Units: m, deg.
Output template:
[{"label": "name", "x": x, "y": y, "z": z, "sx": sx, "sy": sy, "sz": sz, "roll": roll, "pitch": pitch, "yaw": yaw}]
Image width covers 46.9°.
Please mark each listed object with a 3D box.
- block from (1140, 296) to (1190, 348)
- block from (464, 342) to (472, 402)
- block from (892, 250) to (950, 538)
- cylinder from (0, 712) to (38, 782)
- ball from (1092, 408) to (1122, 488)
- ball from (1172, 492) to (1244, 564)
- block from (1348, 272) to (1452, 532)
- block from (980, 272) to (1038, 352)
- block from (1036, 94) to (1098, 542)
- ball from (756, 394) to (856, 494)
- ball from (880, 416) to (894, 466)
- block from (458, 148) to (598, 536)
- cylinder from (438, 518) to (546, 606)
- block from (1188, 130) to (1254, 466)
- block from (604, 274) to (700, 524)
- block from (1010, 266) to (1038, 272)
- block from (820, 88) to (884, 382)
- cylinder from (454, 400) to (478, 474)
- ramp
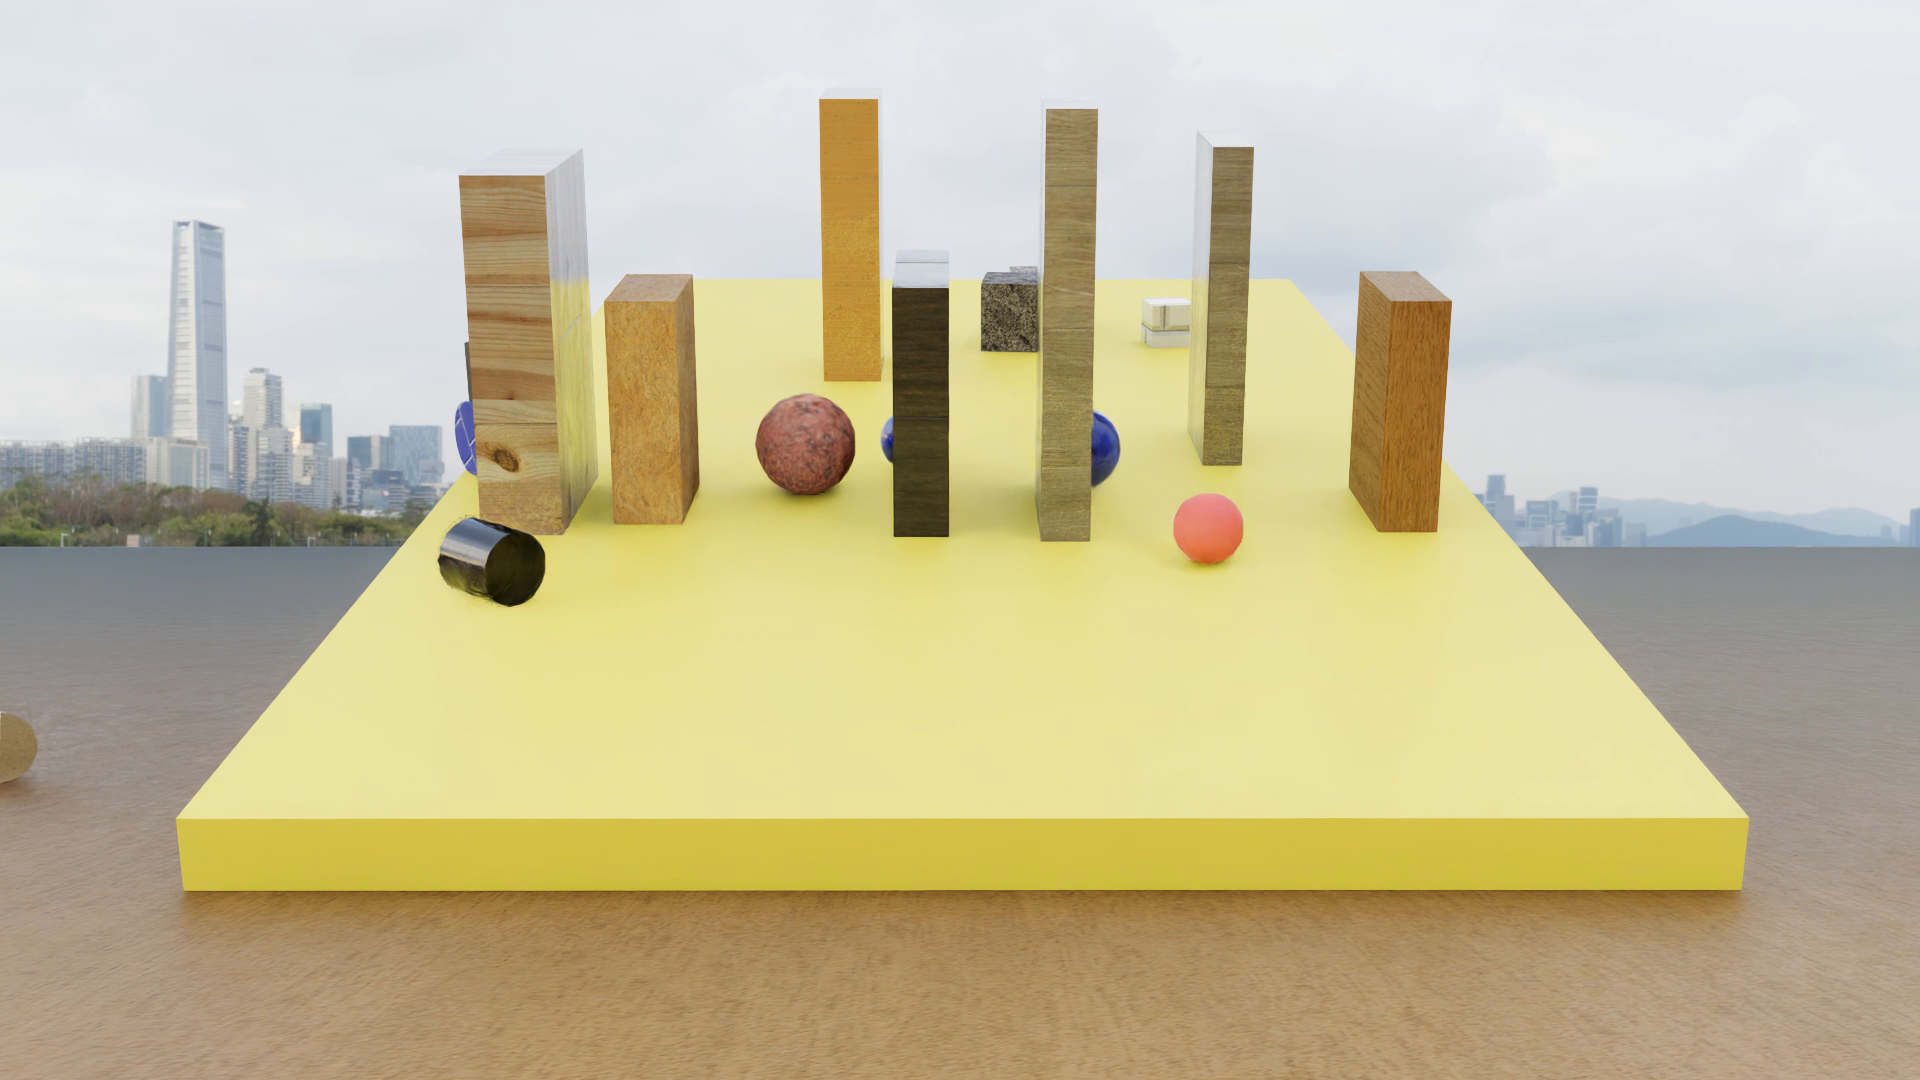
[{"label": "block", "x": 0.535, "y": -0.561, "z": 5.708, "sx": 0.110, "sy": 0.110, "sz": 0.110, "roll": -3, "pitch": 17, "yaw": -10}, {"label": "block", "x": -0.911, "y": -0.347, "z": 4.444, "sx": 0.117, "sy": 0.117, "sz": 0.117, "roll": 1, "pitch": 14, "yaw": 12}, {"label": "block", "x": -0.071, "y": -0.284, "z": 4.162, "sx": 0.101, "sy": 0.457, "sz": 0.421, "roll": 0, "pitch": 17, "yaw": 0}, {"label": "cylinder", "x": -1.816, "y": 0.385, "z": 4.157, "sx": 0.129, "sy": 0.129, "sz": 0.129, "roll": 0, "pitch": 0, "yaw": -36}, {"label": "ball", "x": 0.231, "y": -0.179, "z": 4.320, "sx": 0.166, "sy": 0.166, "sz": 0.166, "roll": 0, "pitch": 0, "yaw": 0}, {"label": "ball", "x": 0.433, "y": -0.021, "z": 3.863, "sx": 0.124, "sy": 0.124, "sz": 0.124, "roll": 0, "pitch": 0, "yaw": 0}, {"label": "block", "x": 0.820, "y": -0.265, "z": 4.150, "sx": 0.108, "sy": 0.428, "sz": 0.318, "roll": 0, "pitch": 17, "yaw": 0}, {"label": "block", "x": 0.148, "y": -0.585, "z": 5.674, "sx": 0.174, "sy": 0.174, "sz": 0.174, "roll": 2, "pitch": 17, "yaw": 5}, {"label": "block", "x": 0.190, "y": -0.406, "z": 4.022, "sx": 0.090, "sy": 0.771, "sz": 0.277, "roll": 0, "pitch": 17, "yaw": 0}, {"label": "ball", "x": -0.298, "y": -0.186, "z": 4.293, "sx": 0.195, "sy": 0.195, "sz": 0.195, "roll": 0, "pitch": 0, "yaw": 0}, {"label": "ball", "x": -0.100, "y": -0.202, "z": 4.471, "sx": 0.125, "sy": 0.125, "sz": 0.125, "roll": 0, "pitch": 0, "yaw": 0}, {"label": "block", "x": -0.798, "y": -0.381, "z": 4.141, "sx": 0.149, "sy": 0.652, "sz": 0.419, "roll": 0, "pitch": 17, "yaw": 0}, {"label": "cylinder", "x": -0.774, "y": 0.036, "z": 3.663, "sx": 0.125, "sy": 0.125, "sz": 0.125, "roll": 14, "pitch": 9, "yaw": 40}, {"label": "block", "x": 0.535, "y": -0.505, "z": 4.579, "sx": 0.081, "sy": 0.645, "sz": 0.310, "roll": 0, "pitch": 17, "yaw": 0}, {"label": "block", "x": -0.578, "y": -0.270, "z": 4.182, "sx": 0.128, "sy": 0.418, "sz": 0.290, "roll": 0, "pitch": 17, "yaw": 0}, {"label": "block", "x": 0.217, "y": -0.641, "z": 5.898, "sx": 0.154, "sy": 0.154, "sz": 0.154, "roll": -2, "pitch": 17, "yaw": -6}, {"label": "block", "x": -0.257, "y": -0.738, "z": 5.328, "sx": 0.136, "sy": 0.664, "sz": 0.292, "roll": 0, "pitch": 17, "yaw": 0}, {"label": "cylinder", "x": -0.920, "y": -0.216, "z": 4.470, "sx": 0.149, "sy": 0.149, "sz": 0.149, "roll": -11, "pitch": 6, "yaw": -33}, {"label": "ramp", "x": -0.002, "y": -0.167, "z": 4.746, "sx": 2.000, "sy": 0.100, "sz": 4.000, "roll": 0, "pitch": 17, "yaw": 0}]
